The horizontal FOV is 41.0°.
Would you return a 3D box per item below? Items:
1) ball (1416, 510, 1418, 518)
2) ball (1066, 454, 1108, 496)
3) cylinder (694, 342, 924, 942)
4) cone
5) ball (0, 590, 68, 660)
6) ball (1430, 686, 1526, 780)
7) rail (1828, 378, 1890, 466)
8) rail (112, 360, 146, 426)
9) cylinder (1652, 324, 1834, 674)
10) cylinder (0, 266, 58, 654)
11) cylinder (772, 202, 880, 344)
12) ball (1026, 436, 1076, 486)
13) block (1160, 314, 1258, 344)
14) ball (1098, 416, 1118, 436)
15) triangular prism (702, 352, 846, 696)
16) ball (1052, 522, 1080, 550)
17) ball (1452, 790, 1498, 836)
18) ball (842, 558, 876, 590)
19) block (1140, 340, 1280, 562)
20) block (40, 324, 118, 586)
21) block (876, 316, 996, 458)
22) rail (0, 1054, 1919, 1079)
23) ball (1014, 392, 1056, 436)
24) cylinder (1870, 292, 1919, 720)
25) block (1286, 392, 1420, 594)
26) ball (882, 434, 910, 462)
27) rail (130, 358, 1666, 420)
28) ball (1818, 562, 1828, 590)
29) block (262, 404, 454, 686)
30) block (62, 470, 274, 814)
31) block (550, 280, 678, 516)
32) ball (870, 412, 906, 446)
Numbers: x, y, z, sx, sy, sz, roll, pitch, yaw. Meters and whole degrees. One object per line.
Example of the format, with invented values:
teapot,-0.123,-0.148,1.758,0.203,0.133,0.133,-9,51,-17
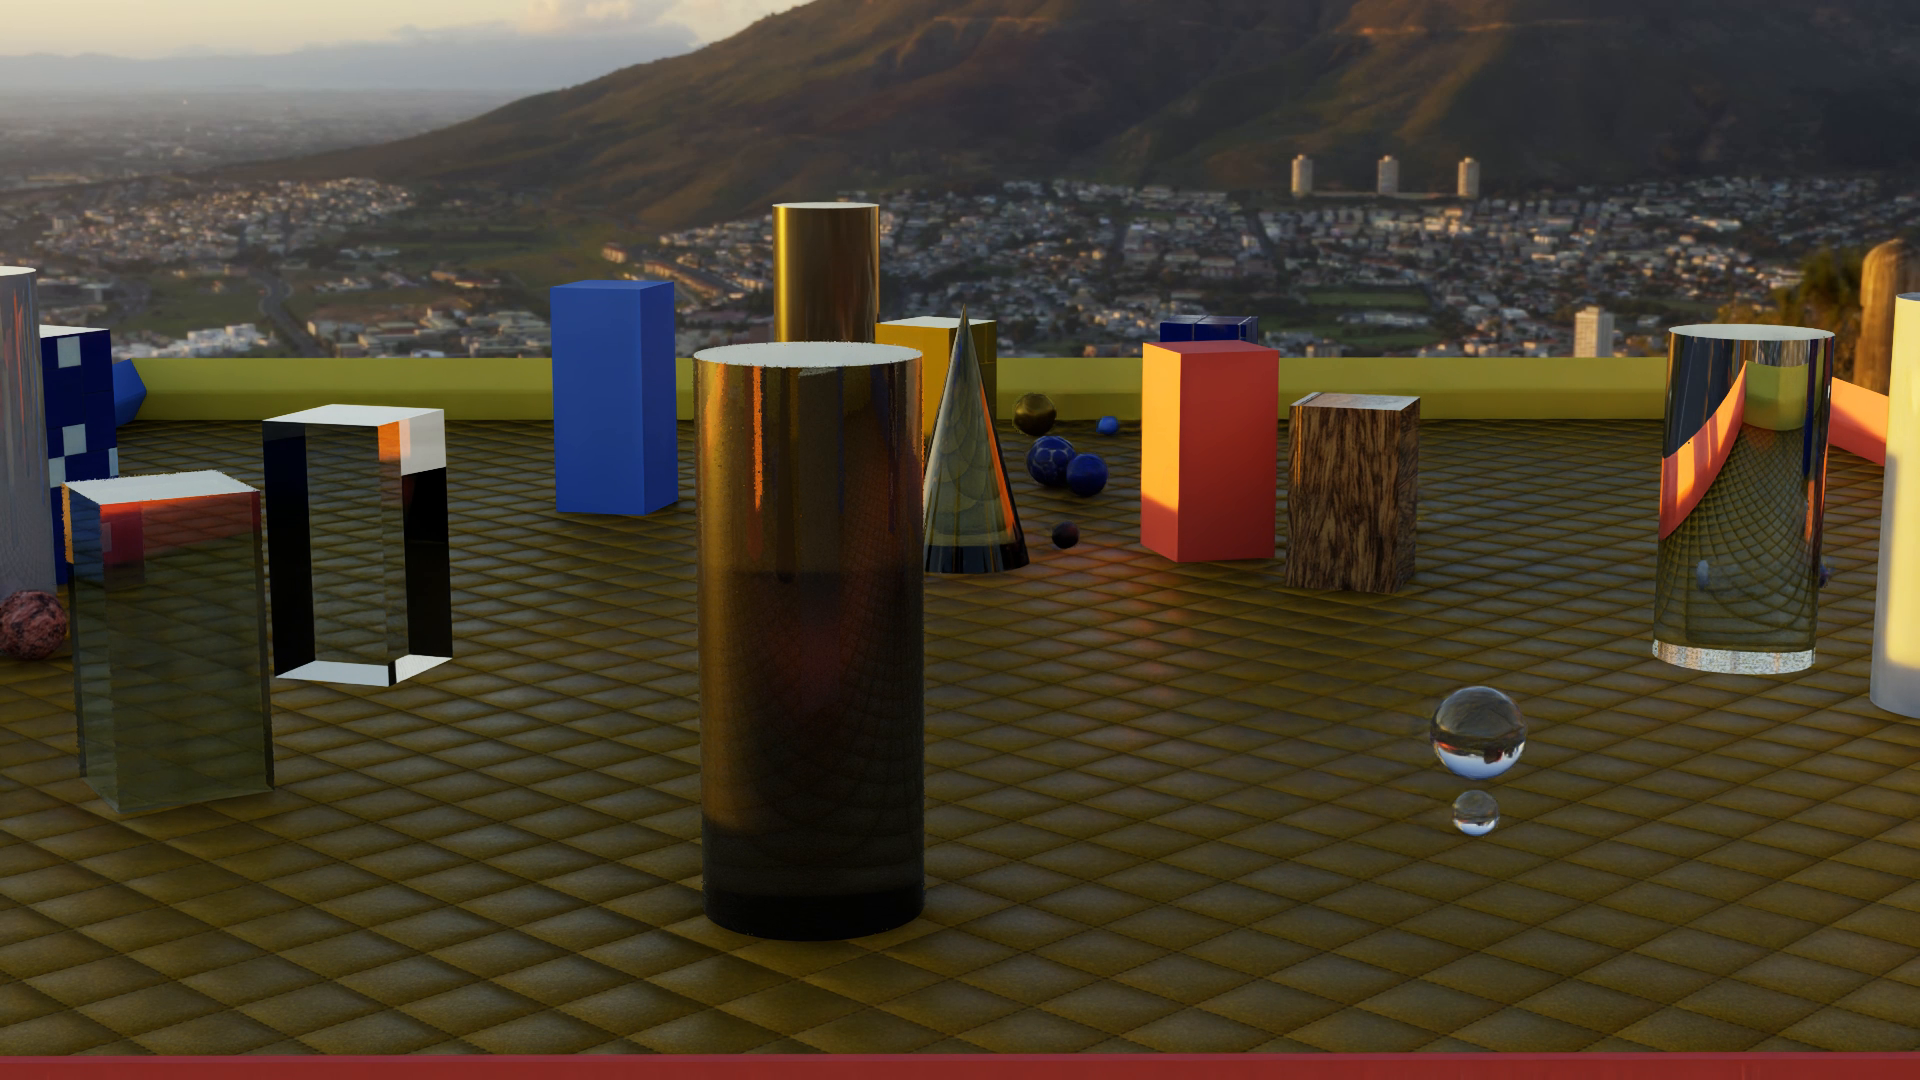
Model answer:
ball,0.685,-0.042,4.024,0.064,0.064,0.064,0,11,0
ball,0.216,-0.111,4.376,0.072,0.072,0.072,0,11,0
cylinder,-0.128,0.081,2.208,0.194,0.485,0.194,0,11,0
cone,0.006,-0.158,3.773,0.194,0.384,0.194,0,11,0
ball,-1.150,0.105,3.171,0.088,0.088,0.088,0,11,0
ball,0.533,0.199,2.639,0.097,0.097,0.097,0,11,0
rail,1.679,0.031,3.459,0.045,0.126,3.795,0,11,0
rail,-1.679,0.034,3.440,0.045,0.126,3.795,0,11,0
cylinder,0.962,-0.054,3.158,0.194,0.405,0.194,0,11,0
cylinder,-1.253,-0.102,3.238,0.194,0.470,0.194,0,11,0
cylinder,-0.241,-0.370,4.667,0.194,0.475,0.194,0,11,0
ball,0.160,-0.138,4.474,0.090,0.090,0.090,0,11,0
block,0.454,-0.268,4.686,0.155,0.268,0.155,3,11,14
ball,0.295,-0.227,5.085,0.041,0.041,0.041,0,11,0
triangular prism,-0.198,-0.023,3.047,0.168,0.384,0.146,2,11,13
ball,0.160,-0.007,3.898,0.042,0.042,0.042,0,11,0
ball,0.492,0.261,2.449,0.044,0.044,0.044,0,11,0
ball,-0.141,0.048,3.593,0.046,0.046,0.046,0,11,0
block,0.374,-0.136,3.859,0.155,0.310,0.155,-3,11,-16
block,-1.323,-0.123,3.677,0.155,0.351,0.155,5,12,27
block,-0.042,-0.249,4.562,0.155,0.276,0.155,7,12,32
rail,0.011,0.374,1.607,3.406,0.126,0.045,0,11,0
ball,0.148,-0.249,5.085,0.084,0.084,0.084,0,11,0
cylinder,1.150,-0.040,2.912,0.194,0.467,0.194,0,11,0
block,0.559,-0.070,3.644,0.155,0.257,0.155,4,11,19
ball,-0.119,-0.170,4.746,0.052,0.052,0.052,0,11,0
rail,-0.011,-0.310,5.291,3.406,0.126,0.045,0,11,0
ball,1.193,0.049,3.591,0.044,0.044,0.044,0,11,0
block,-0.727,0.003,3.107,0.155,0.311,0.155,3,11,17
block,-0.802,0.098,2.599,0.155,0.309,0.155,-7,12,-32
block,-0.570,-0.238,4.247,0.155,0.369,0.155,3,11,14
ball,-0.137,-0.213,4.933,0.069,0.069,0.069,0,11,0
